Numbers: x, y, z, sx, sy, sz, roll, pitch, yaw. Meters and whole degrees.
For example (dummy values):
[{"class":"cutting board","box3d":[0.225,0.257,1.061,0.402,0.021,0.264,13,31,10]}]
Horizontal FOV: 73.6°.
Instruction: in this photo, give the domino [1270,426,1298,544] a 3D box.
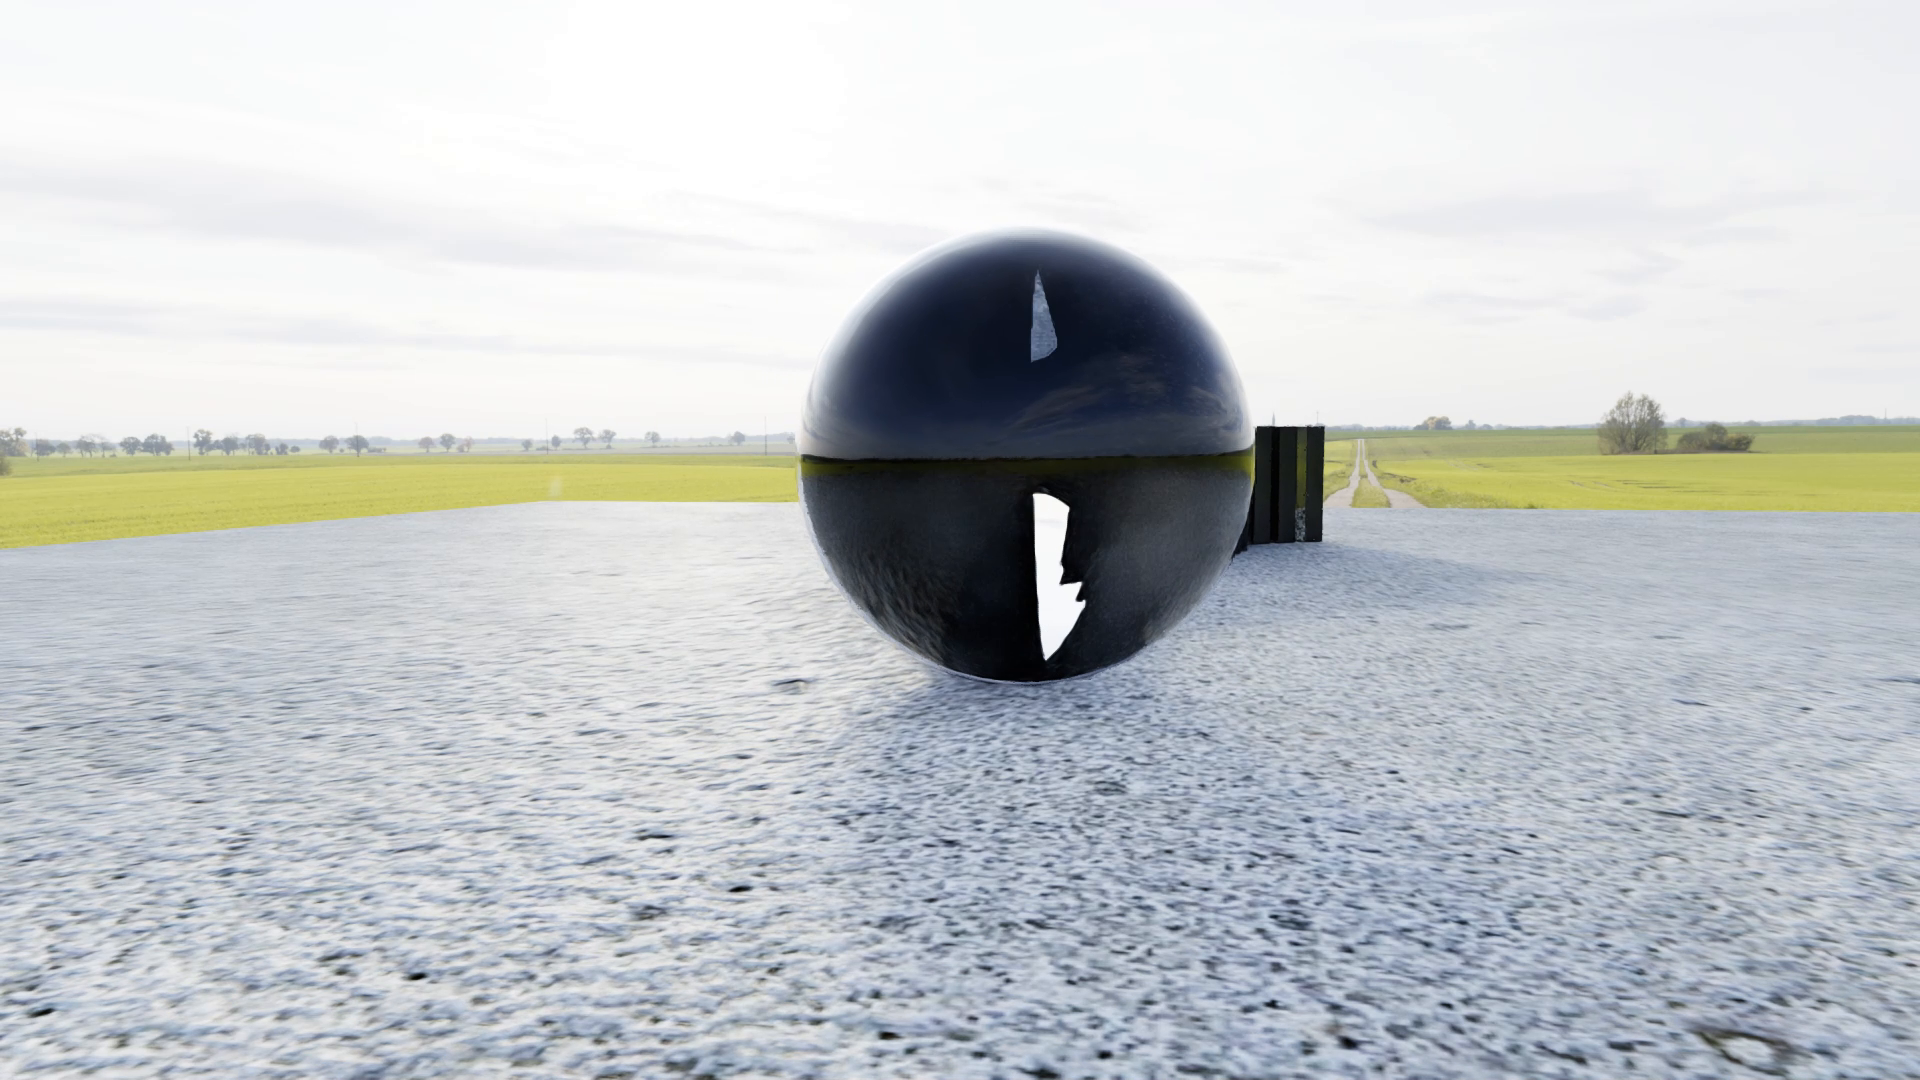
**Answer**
[{"class":"domino","box3d":[0.135,-0.024,0.560,0.009,0.050,0.025,-2,5,-26]}]

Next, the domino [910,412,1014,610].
[{"class":"domino","box3d":[0.000,-0.007,0.329,0.025,0.050,0.010,0,-12,-4]}]

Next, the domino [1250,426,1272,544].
[{"class":"domino","box3d":[0.121,-0.024,0.553,0.009,0.050,0.025,-3,5,-32]}]

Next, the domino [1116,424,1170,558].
[{"class":"domino","box3d":[0.069,-0.019,0.488,0.010,0.050,0.025,-1,5,-19]}]

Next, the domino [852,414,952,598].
[{"class":"domino","box3d":[-0.017,-0.010,0.357,0.025,0.050,0.009,-1,-12,-10]}]

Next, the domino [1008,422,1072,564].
[{"class":"domino","box3d":[0.029,-0.018,0.468,0.010,0.050,0.025,-3,5,-34]}]

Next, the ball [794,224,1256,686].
[{"class":"ball","box3d":[0.011,-0.014,0.226,0.080,0.080,0.080,0,4,0]}]

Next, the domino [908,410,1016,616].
[{"class":"domino","box3d":[0.000,-0.007,0.318,0.025,0.050,0.009,0,-11,-4]}]

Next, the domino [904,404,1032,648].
[{"class":"domino","box3d":[0.001,-0.003,0.269,0.025,0.050,0.009,0,-11,-4]}]

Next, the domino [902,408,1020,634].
[{"class":"domino","box3d":[0.000,-0.004,0.289,0.025,0.050,0.009,0,-11,-4]}]

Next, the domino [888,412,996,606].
[{"class":"domino","box3d":[-0.005,-0.008,0.339,0.025,0.050,0.009,-1,-12,-10]}]

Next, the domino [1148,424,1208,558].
[{"class":"domino","box3d":[0.084,-0.019,0.493,0.009,0.050,0.025,-2,5,-24]}]

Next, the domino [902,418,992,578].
[{"class":"domino","box3d":[-0.004,-0.014,0.409,0.025,0.050,0.010,1,-8,12]}]

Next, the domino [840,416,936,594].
[{"class":"domino","box3d":[-0.021,-0.010,0.366,0.025,0.050,0.010,-1,-12,-10]}]

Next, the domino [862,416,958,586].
[{"class":"domino","box3d":[-0.015,-0.012,0.389,0.025,0.050,0.010,1,-11,12]}]

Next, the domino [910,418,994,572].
[{"class":"domino","box3d":[-0.002,-0.014,0.422,0.025,0.050,0.010,1,-2,10]}]

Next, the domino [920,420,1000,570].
[{"class":"domino","box3d":[0.000,-0.015,0.435,0.025,0.050,0.009,1,3,15]}]

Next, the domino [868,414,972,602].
[{"class":"domino","box3d":[-0.011,-0.009,0.348,0.025,0.050,0.010,-1,-12,-10]}]

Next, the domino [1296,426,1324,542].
[{"class":"domino","box3d":[0.148,-0.025,0.567,0.009,0.050,0.025,-2,5,-25]}]

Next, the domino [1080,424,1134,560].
[{"class":"domino","box3d":[0.055,-0.019,0.483,0.009,0.050,0.025,-2,5,-21]}]

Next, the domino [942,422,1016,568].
[{"class":"domino","box3d":[0.006,-0.016,0.448,0.025,0.050,0.010,3,5,36]}]

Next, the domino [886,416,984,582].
[{"class":"domino","box3d":[-0.008,-0.013,0.398,0.025,0.050,0.009,1,-11,17]}]

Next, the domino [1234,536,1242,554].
[{"class":"domino","box3d":[0.097,-0.020,0.500,0.025,0.050,0.010,4,6,45]}]

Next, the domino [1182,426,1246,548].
[{"class":"domino","box3d":[0.105,-0.022,0.529,0.025,0.050,0.009,1,4,9]}]

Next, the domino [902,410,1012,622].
[{"class":"domino","box3d":[-0.001,-0.006,0.309,0.025,0.050,0.009,0,-11,-4]}]

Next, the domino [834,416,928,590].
[{"class":"domino","box3d":[-0.024,-0.011,0.376,0.025,0.050,0.009,-1,-12,-8]}]

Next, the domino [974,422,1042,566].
[{"class":"domino","box3d":[0.017,-0.017,0.459,0.010,0.050,0.025,-4,6,-41]}]

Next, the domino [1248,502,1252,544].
[{"class":"domino","box3d":[0.110,-0.023,0.543,0.025,0.050,0.009,3,5,37]}]

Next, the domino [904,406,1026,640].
[{"class":"domino","box3d":[0.001,-0.004,0.279,0.025,0.050,0.010,0,-11,-4]}]

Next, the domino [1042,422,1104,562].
[{"class":"domino","box3d":[0.041,-0.018,0.476,0.010,0.050,0.025,-3,5,-31]}]

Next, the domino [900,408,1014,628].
[{"class":"domino","box3d":[-0.001,-0.005,0.299,0.025,0.050,0.010,0,-11,-4]}]

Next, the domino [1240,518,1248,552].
[{"class":"domino","box3d":[0.103,-0.021,0.515,0.025,0.050,0.010,1,4,14]}]
